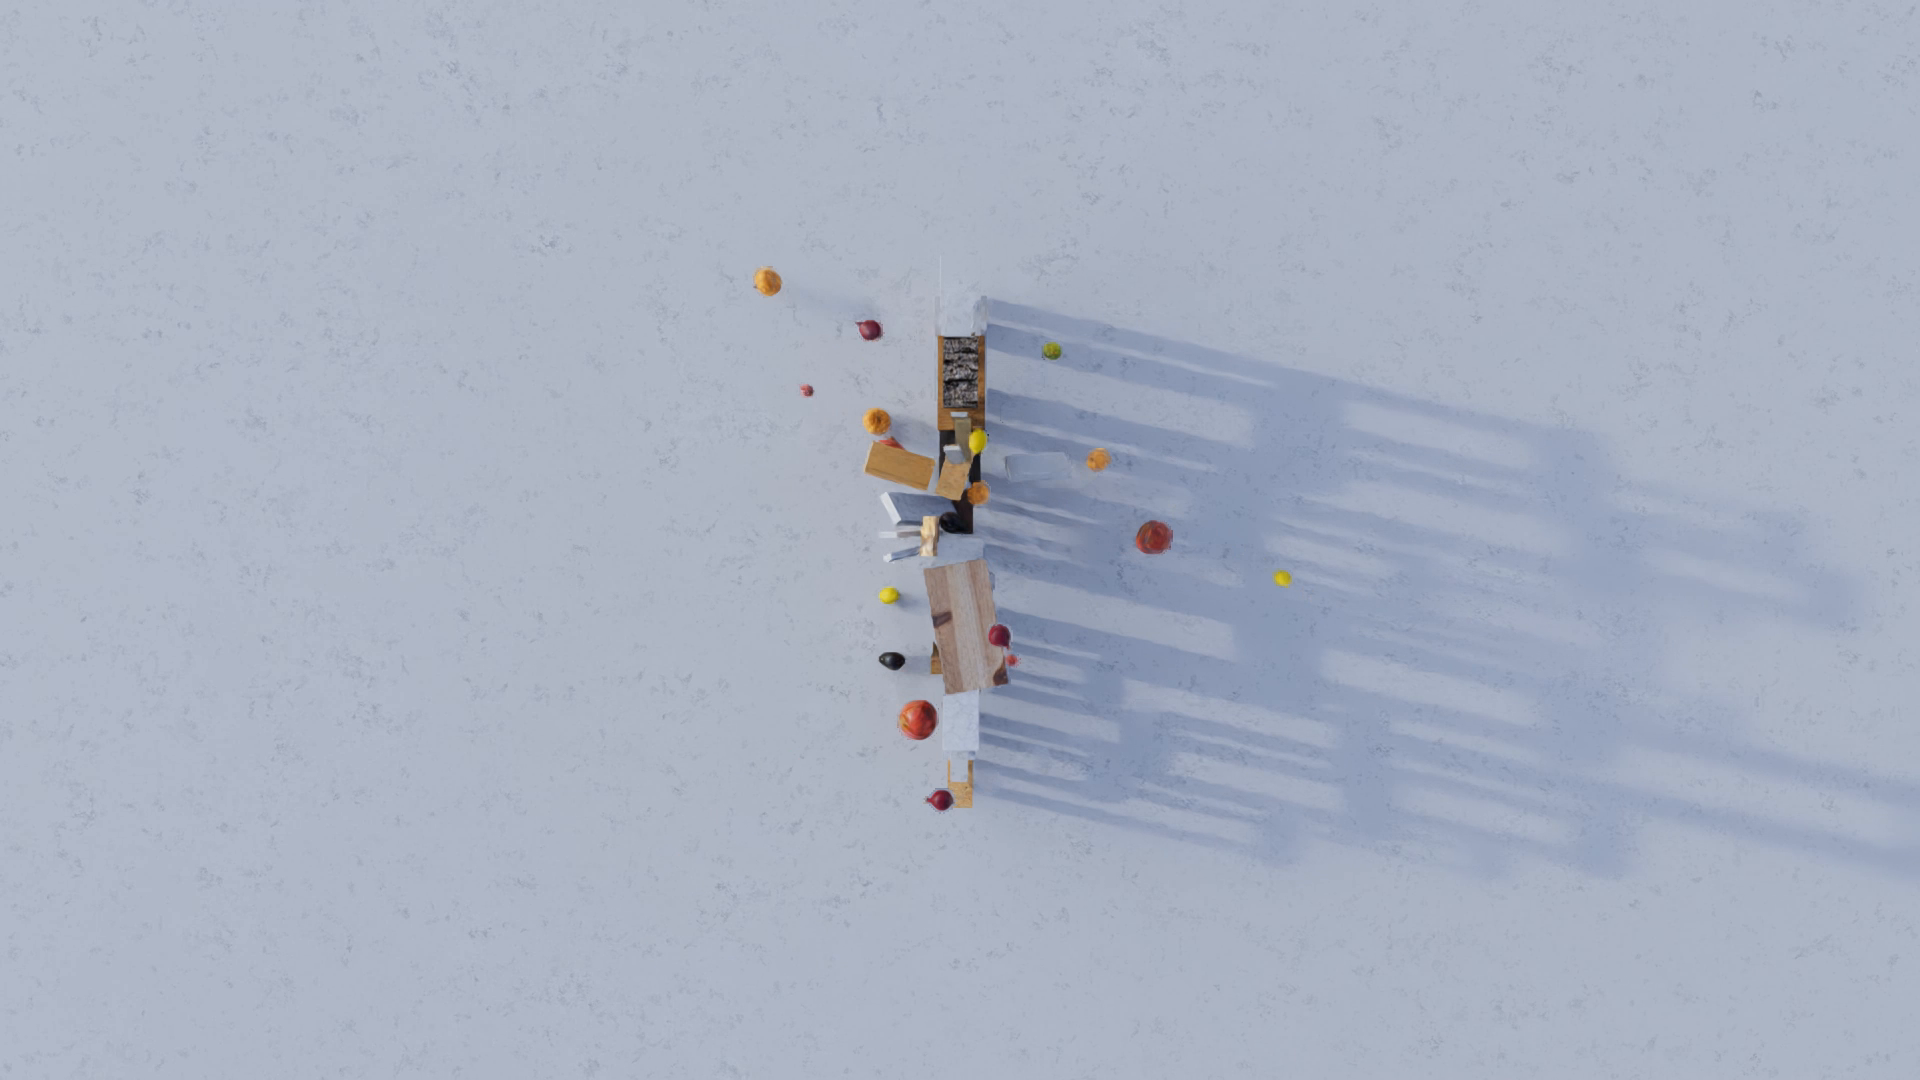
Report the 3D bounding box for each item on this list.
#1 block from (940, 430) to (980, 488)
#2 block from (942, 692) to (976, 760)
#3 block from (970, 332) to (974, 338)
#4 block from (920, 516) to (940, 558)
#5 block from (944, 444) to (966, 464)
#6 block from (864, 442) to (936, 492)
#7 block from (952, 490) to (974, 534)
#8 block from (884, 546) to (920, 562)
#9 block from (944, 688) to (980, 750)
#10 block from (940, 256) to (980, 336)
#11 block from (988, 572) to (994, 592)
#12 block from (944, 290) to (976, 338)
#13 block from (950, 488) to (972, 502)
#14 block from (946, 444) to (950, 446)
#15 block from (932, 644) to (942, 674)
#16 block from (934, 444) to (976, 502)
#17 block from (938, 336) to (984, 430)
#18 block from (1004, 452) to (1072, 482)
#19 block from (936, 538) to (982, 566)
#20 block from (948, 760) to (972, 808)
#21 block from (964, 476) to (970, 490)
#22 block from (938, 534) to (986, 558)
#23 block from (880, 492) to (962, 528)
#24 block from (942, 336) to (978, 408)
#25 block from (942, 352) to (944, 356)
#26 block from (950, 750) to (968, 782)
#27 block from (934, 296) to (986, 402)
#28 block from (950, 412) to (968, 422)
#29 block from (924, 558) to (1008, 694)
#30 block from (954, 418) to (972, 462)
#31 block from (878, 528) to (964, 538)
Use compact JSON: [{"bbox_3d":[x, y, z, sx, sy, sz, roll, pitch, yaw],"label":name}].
[{"bbox_3d":[0.000,-0.297,5.222,0.130,0.037,0.259,0,90,0],"label":"block"},{"bbox_3d":[-0.003,0.574,5.077,0.102,0.029,0.204,0,90,0],"label":"block"},{"bbox_3d":[0.004,-0.586,4.737,0.076,0.151,0.021,0,99,0],"label":"block"},{"bbox_3d":[-0.089,-0.011,4.850,0.017,0.059,0.119,12,79,-40],"label":"block"},{"bbox_3d":[-0.016,-0.254,4.923,0.048,0.096,0.014,-7,67,8],"label":"block"},{"bbox_3d":[-0.184,-0.225,5.051,0.199,0.028,0.099,17,81,-4],"label":"block"},{"bbox_3d":[0.006,-0.090,5.192,0.070,0.020,0.140,3,90,0],"label":"block"},{"bbox_3d":[-0.159,0.040,4.884,0.119,0.059,0.017,-14,83,-23],"label":"block"},{"bbox_3d":[0.004,0.512,4.839,0.104,0.029,0.208,0,90,0],"label":"block"},{"bbox_3d":[0.001,-0.720,4.874,0.119,0.034,0.238,0,90,0],"label":"block"},{"bbox_3d":[0.007,0.113,4.671,0.172,0.344,0.049,3,89,0],"label":"block"},{"bbox_3d":[-0.002,-0.625,4.650,0.076,0.021,0.151,6,90,0],"label":"block"},{"bbox_3d":[0.005,-0.139,5.272,0.070,0.140,0.020,0,78,0],"label":"block"},{"bbox_3d":[-0.005,-0.281,5.123,0.081,0.161,0.023,4,94,0],"label":"block"},{"bbox_3d":[0.005,0.344,4.785,0.172,0.571,0.049,2,90,-1],"label":"block"},{"bbox_3d":[-0.016,-0.206,5.030,0.081,0.023,0.161,17,89,-1],"label":"block"},{"bbox_3d":[0.004,-0.459,4.833,0.138,0.039,0.275,0,90,0],"label":"block"},{"bbox_3d":[0.248,-0.235,5.287,0.199,0.099,0.028,-5,133,-9],"label":"block"},{"bbox_3d":[-0.001,0.129,4.862,0.135,0.038,0.269,0,90,0],"label":"block"},{"bbox_3d":[0.001,0.760,5.172,0.079,0.022,0.158,0,90,0],"label":"block"},{"bbox_3d":[-0.009,-0.175,5.123,0.081,0.161,0.023,-6,98,0],"label":"block"},{"bbox_3d":[0.003,0.135,5.172,0.153,0.043,0.306,0,90,0],"label":"block"},{"bbox_3d":[-0.114,-0.090,5.022,0.028,0.361,0.099,-36,72,25],"label":"block"},{"bbox_3d":[0.001,-0.467,4.604,0.098,0.028,0.195,0,90,0],"label":"block"},{"bbox_3d":[0.001,-0.534,4.716,0.098,0.195,0.028,1,91,0],"label":"block"},{"bbox_3d":[-0.002,0.673,4.952,0.051,0.015,0.103,0,90,0],"label":"block"},{"bbox_3d":[0.001,-0.595,5.151,0.163,0.046,0.326,0,90,0],"label":"block"},{"bbox_3d":[-0.002,-0.356,4.765,0.048,0.096,0.014,0,86,0],"label":"block"},{"bbox_3d":[0.016,0.233,4.474,0.172,0.049,0.344,-10,90,-1],"label":"block"},{"bbox_3d":[0.009,-0.294,4.871,0.048,0.303,0.014,0,70,1],"label":"block"},{"bbox_3d":[-0.114,-0.021,4.968,0.059,0.458,0.017,1,92,25],"label":"block"}]
